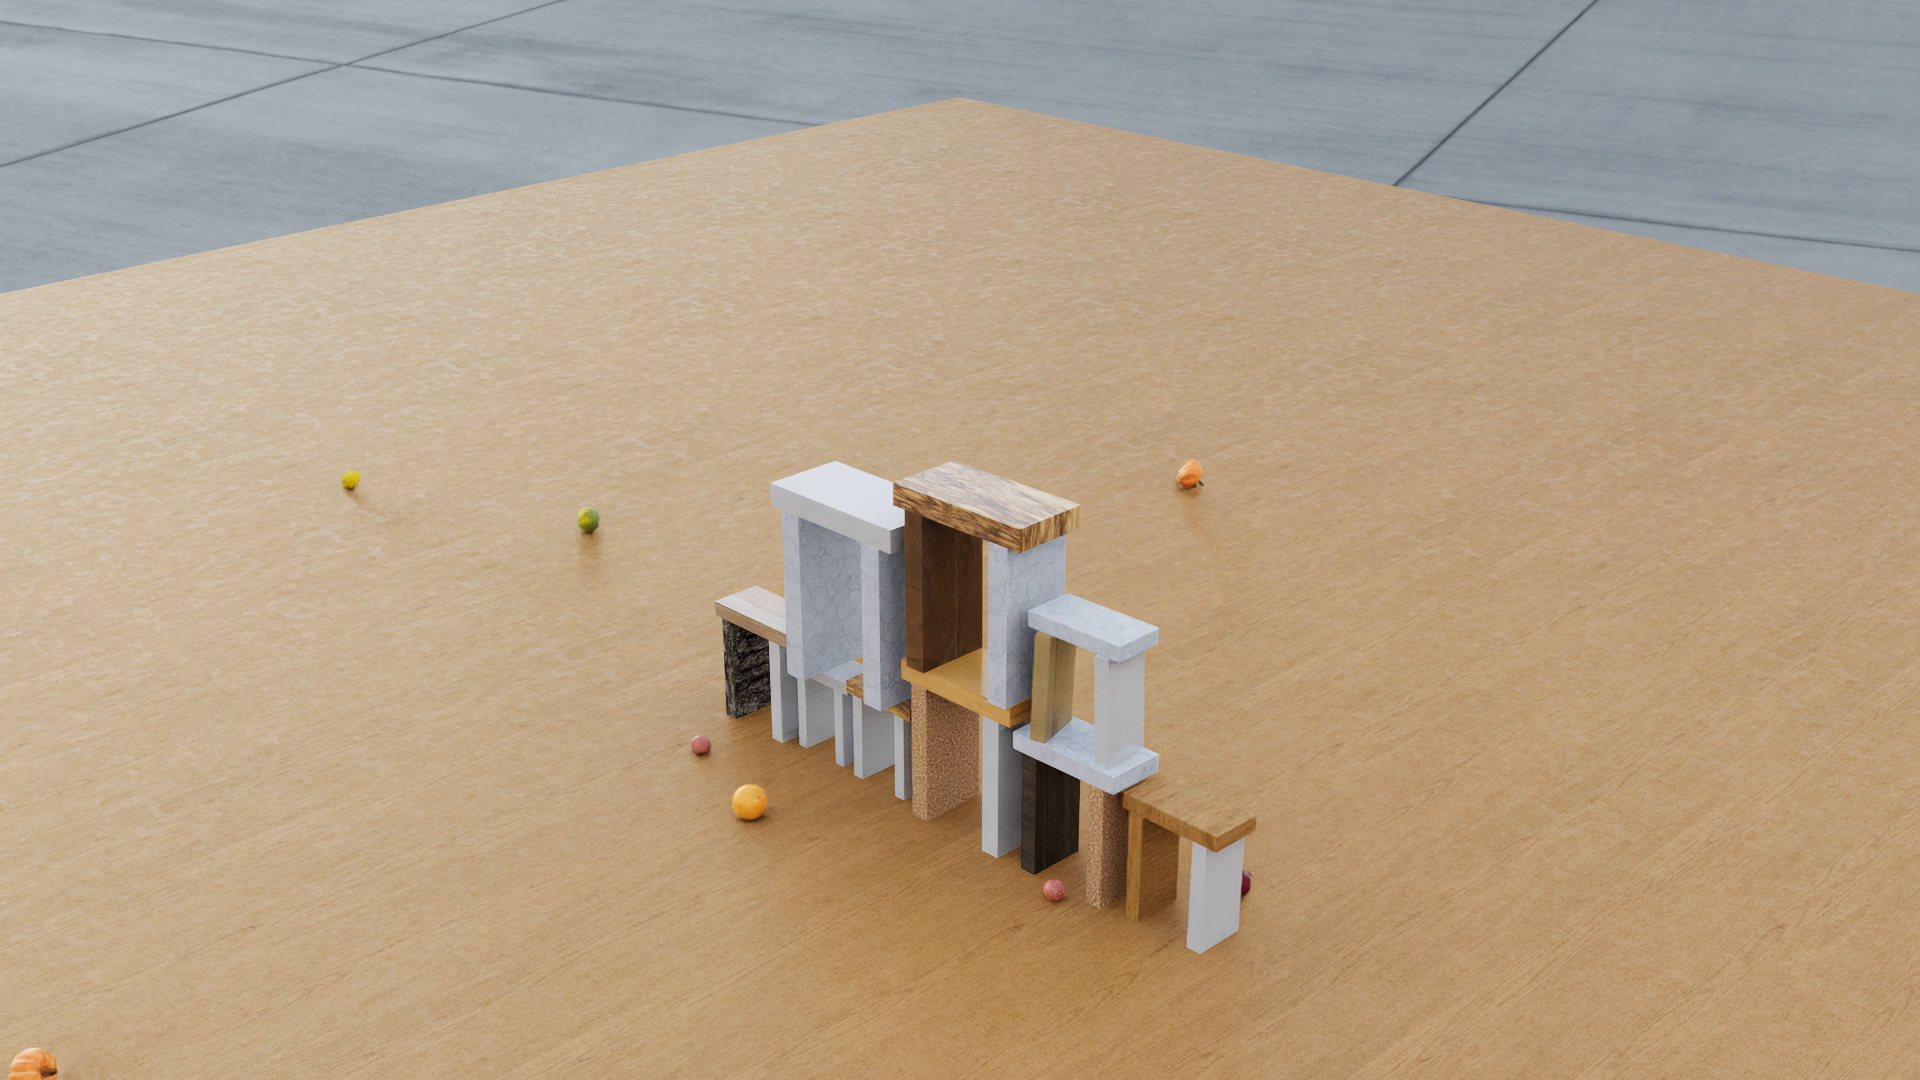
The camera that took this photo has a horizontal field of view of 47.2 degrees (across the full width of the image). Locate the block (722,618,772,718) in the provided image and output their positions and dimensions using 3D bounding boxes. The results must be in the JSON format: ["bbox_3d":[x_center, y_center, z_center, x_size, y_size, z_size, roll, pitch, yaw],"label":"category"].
[{"bbox_3d":[-0.462,0.265,4.836,0.033,0.234,0.117,21,31,41],"label":"block"}]

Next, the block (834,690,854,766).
[{"bbox_3d":[-0.223,0.383,4.635,0.025,0.175,0.087,21,31,41],"label":"block"}]

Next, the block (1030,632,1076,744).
[{"bbox_3d":[0.176,0.259,4.125,0.031,0.221,0.111,15,27,26],"label":"block"}]

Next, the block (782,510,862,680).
[{"bbox_3d":[-0.281,0.092,4.563,0.050,0.368,0.176,21,30,40],"label":"block"}]

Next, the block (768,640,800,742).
[{"bbox_3d":[-0.352,0.308,4.734,0.033,0.234,0.117,21,31,41],"label":"block"}]

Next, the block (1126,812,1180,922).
[{"bbox_3d":[0.359,0.589,4.088,0.111,0.222,0.031,-21,31,-41],"label":"block"}]

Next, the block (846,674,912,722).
[{"bbox_3d":[-0.135,0.314,4.504,0.188,0.027,0.094,21,31,41],"label":"block"}]

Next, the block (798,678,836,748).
[{"bbox_3d":[-0.305,0.351,4.711,0.025,0.175,0.087,21,31,41],"label":"block"}]

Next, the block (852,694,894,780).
[{"bbox_3d":[-0.178,0.395,4.588,0.094,0.188,0.027,-21,31,-40],"label":"block"}]

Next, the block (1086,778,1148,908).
[{"bbox_3d":[0.295,0.553,4.132,0.036,0.254,0.127,21,31,41],"label":"block"}]

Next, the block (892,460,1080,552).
[{"bbox_3d":[0.048,-0.066,4.142,0.330,0.047,0.165,21,31,40],"label":"block"}]

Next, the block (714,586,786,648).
[{"bbox_3d":[-0.407,0.164,4.733,0.234,0.033,0.117,21,31,41],"label":"block"}]

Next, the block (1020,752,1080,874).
[{"bbox_3d":[0.176,0.507,4.242,0.036,0.254,0.127,21,31,41],"label":"block"}]

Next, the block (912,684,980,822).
[{"bbox_3d":[-0.029,0.404,4.429,0.042,0.297,0.148,21,31,41],"label":"block"}]

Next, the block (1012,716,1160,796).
[{"bbox_3d":[0.235,0.397,4.130,0.254,0.036,0.127,21,31,41],"label":"block"}]

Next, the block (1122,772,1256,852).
[{"bbox_3d":[0.416,0.492,3.990,0.111,0.031,0.222,-21,30,-40],"label":"block"}]

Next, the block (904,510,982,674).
[{"bbox_3d":[-0.030,0.078,4.285,0.047,0.330,0.165,21,31,41],"label":"block"}]

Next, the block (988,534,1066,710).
[{"bbox_3d":[0.126,0.138,4.144,0.047,0.330,0.165,20,30,39],"label":"block"}]

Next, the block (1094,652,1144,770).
[{"bbox_3d":[0.293,0.298,4.032,0.031,0.221,0.111,16,28,37],"label":"block"}]

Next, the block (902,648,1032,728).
[{"bbox_3d":[0.042,0.275,4.299,0.149,0.042,0.297,-21,31,-41],"label":"block"}]

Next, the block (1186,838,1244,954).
[{"bbox_3d":[0.465,0.630,3.991,0.111,0.222,0.031,-21,32,-41],"label":"block"}]

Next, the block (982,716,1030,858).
[{"bbox_3d":[0.111,0.459,4.300,0.042,0.297,0.148,21,31,41],"label":"block"}]

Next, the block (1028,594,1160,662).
[{"bbox_3d":[0.244,0.160,4.034,0.221,0.031,0.111,21,30,39],"label":"block"}]

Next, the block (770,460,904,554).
[{"bbox_3d":[-0.197,-0.068,4.404,0.353,0.050,0.176,21,31,41],"label":"block"}]

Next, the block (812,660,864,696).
[{"bbox_3d":[-0.264,0.275,4.634,0.087,0.025,0.175,-21,31,-40],"label":"block"}]

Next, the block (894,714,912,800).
[{"bbox_3d":[-0.090,0.430,4.506,0.027,0.188,0.094,21,31,41],"label":"block"}]

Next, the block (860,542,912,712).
[{"bbox_3d":[-0.114,0.150,4.406,0.050,0.353,0.176,21,31,40],"label":"block"}]
